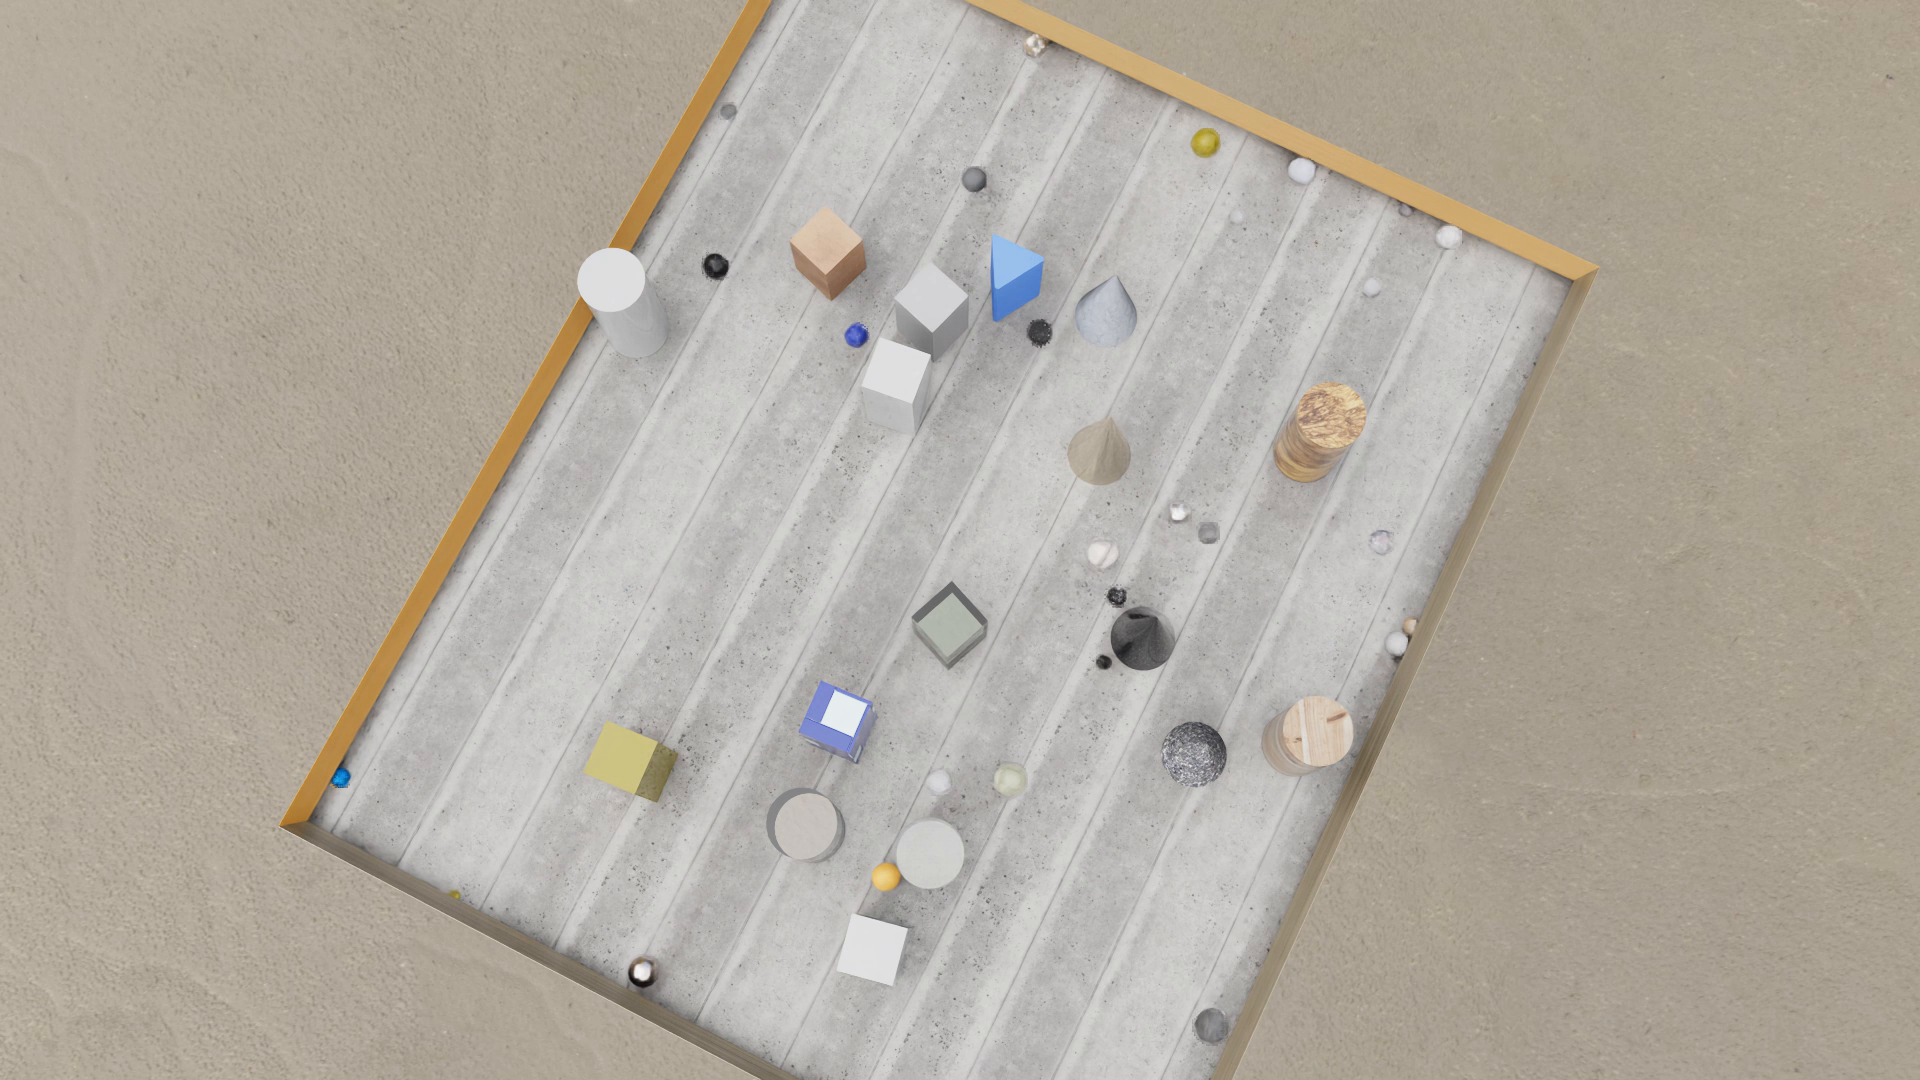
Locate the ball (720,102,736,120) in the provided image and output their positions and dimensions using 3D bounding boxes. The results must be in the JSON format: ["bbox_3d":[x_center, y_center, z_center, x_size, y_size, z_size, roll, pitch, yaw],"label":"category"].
[{"bbox_3d":[-0.742,-1.374,5.874,0.053,0.053,0.053,0,78,0],"label":"ball"}]

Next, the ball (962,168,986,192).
[{"bbox_3d":[0.045,-1.142,5.813,0.079,0.079,0.079,0,78,0],"label":"ball"}]

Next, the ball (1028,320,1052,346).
[{"bbox_3d":[0.252,-0.644,5.711,0.076,0.076,0.076,0,78,0],"label":"ball"}]

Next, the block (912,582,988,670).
[{"bbox_3d":[-0.030,0.256,5.413,0.157,0.295,0.157,-41,81,-8],"label":"block"}]

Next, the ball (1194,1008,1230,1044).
[{"bbox_3d":[0.726,1.399,5.277,0.098,0.098,0.098,0,78,0],"label":"ball"}]

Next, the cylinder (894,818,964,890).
[{"bbox_3d":[-0.086,0.906,5.276,0.197,0.300,0.197,0,78,0],"label":"cylinder"}]

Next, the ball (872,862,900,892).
[{"bbox_3d":[-0.217,0.987,5.370,0.083,0.083,0.083,0,78,0],"label":"ball"}]

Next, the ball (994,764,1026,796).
[{"bbox_3d":[0.148,0.710,5.420,0.098,0.098,0.098,0,78,0],"label":"ball"}]

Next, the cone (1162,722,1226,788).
[{"bbox_3d":[0.700,0.610,5.330,0.197,0.315,0.197,0,78,0],"label":"cone"}]

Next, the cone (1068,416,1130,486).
[{"bbox_3d":[0.431,-0.309,5.452,0.197,0.447,0.197,0,78,0],"label":"cone"}]

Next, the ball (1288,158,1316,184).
[{"bbox_3d":[1.085,-1.174,5.817,0.083,0.083,0.083,0,78,0],"label":"ball"}]

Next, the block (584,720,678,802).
[{"bbox_3d":[-0.945,0.643,5.287,0.157,0.384,0.157,22,79,4],"label":"block"}]

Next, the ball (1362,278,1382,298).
[{"bbox_3d":[1.292,-0.791,5.751,0.058,0.058,0.058,0,78,0],"label":"ball"}]

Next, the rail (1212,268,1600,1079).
[{"bbox_3d":[1.220,0.604,5.425,0.045,0.128,3.300,26,80,5],"label":"rail"}]

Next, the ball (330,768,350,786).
[{"bbox_3d":[-1.840,0.705,5.442,0.055,0.055,0.055,0,78,0],"label":"ball"}]

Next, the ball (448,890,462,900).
[{"bbox_3d":[-1.485,1.047,5.378,0.042,0.042,0.042,0,78,0],"label":"ball"}]

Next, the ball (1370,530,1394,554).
[{"bbox_3d":[1.282,0.005,5.579,0.072,0.072,0.072,0,78,0],"label":"ball"}]

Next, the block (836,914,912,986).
[{"bbox_3d":[-0.239,1.154,5.178,0.157,0.391,0.157,15,79,3],"label":"block"}]

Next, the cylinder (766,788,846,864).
[{"bbox_3d":[-0.438,0.821,5.252,0.197,0.381,0.197,0,78,0],"label":"cylinder"}]

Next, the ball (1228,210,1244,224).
[{"bbox_3d":[0.874,-1.023,5.805,0.047,0.047,0.047,0,78,0],"label":"ball"}]

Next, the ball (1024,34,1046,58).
[{"bbox_3d":[0.243,-1.593,5.908,0.074,0.074,0.074,0,78,0],"label":"ball"}]

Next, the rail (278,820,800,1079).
[{"bbox_3d":[-0.727,1.431,5.254,2.774,0.128,0.045,26,80,5],"label":"rail"}]

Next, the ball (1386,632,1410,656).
[{"bbox_3d":[1.317,0.314,5.515,0.071,0.071,0.071,0,78,0],"label":"ball"}]

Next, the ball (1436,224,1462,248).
[{"bbox_3d":[1.540,-0.956,5.776,0.076,0.076,0.076,0,78,0],"label":"ball"}]

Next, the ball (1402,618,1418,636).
[{"bbox_3d":[1.365,0.262,5.536,0.052,0.052,0.052,0,78,0],"label":"ball"}]

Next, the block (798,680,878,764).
[{"bbox_3d":[-0.350,0.533,5.318,0.157,0.368,0.157,22,79,4],"label":"block"}]

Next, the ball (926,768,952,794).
[{"bbox_3d":[-0.062,0.716,5.430,0.075,0.075,0.075,0,78,0],"label":"ball"}]

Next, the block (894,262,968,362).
[{"bbox_3d":[-0.085,-0.693,5.605,0.157,0.303,0.157,43,81,8],"label":"block"}]

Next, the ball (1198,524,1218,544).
[{"bbox_3d":[0.757,-0.018,5.587,0.064,0.064,0.064,0,78,0],"label":"ball"}]

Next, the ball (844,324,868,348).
[{"bbox_3d":[-0.324,-0.635,5.712,0.071,0.071,0.071,0,78,0],"label":"ball"}]

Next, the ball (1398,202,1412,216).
[{"bbox_3d":[1.412,-1.049,5.811,0.045,0.045,0.045,0,78,0],"label":"ball"}]

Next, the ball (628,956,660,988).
[{"bbox_3d":[-0.917,1.252,5.311,0.090,0.090,0.090,0,78,0],"label":"ball"}]

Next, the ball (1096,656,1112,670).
[{"bbox_3d":[0.435,0.369,5.517,0.045,0.045,0.045,0,78,0],"label":"ball"}]

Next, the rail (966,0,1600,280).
[{"bbox_3d":[0.727,-1.418,5.844,2.774,0.128,0.045,26,80,5],"label":"rail"}]

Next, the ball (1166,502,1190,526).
[{"bbox_3d":[0.666,-0.078,5.594,0.077,0.077,0.077,0,78,0],"label":"ball"}]

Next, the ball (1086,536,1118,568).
[{"bbox_3d":[0.432,0.037,5.561,0.094,0.094,0.094,0,78,0],"label":"ball"}]

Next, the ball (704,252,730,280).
[{"bbox_3d":[-0.765,-0.860,5.752,0.083,0.083,0.083,0,78,0],"label":"ball"}]

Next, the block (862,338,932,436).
[{"bbox_3d":[-0.186,-0.456,5.519,0.157,0.375,0.157,19,79,4],"label":"block"}]

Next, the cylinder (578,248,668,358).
[{"bbox_3d":[-1.012,-0.711,5.538,0.197,0.443,0.197,0,78,0],"label":"cylinder"}]

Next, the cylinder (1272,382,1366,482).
[{"bbox_3d":[1.067,-0.316,5.464,0.197,0.427,0.197,0,78,0],"label":"cylinder"}]

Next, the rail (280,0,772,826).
[{"bbox_3d":[-1.220,-0.590,5.673,0.045,0.128,3.300,26,80,5],"label":"rail"}]

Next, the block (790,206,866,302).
[{"bbox_3d":[-0.407,-0.885,5.675,0.157,0.245,0.157,44,82,8],"label":"block"}]

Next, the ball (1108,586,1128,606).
[{"bbox_3d":[0.476,0.170,5.551,0.060,0.060,0.060,0,78,0],"label":"ball"}]

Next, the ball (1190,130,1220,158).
[{"bbox_3d":[0.780,-1.262,5.832,0.090,0.090,0.090,0,78,0],"label":"ball"}]

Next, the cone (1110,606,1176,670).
[{"bbox_3d":[0.555,0.257,5.356,0.197,0.405,0.197,0,78,0],"label":"cone"}]

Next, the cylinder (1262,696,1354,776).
[{"bbox_3d":[1.001,0.572,5.304,0.197,0.380,0.197,0,78,0],"label":"cylinder"}]

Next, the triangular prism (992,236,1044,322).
[{"bbox_3d":[0.140,-0.823,5.629,0.170,0.310,0.147,-33,80,-6],"label":"triangular prism"}]

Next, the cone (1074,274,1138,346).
[{"bbox_3d":[0.459,-0.741,5.570,0.197,0.392,0.197,0,78,0],"label":"cone"}]
